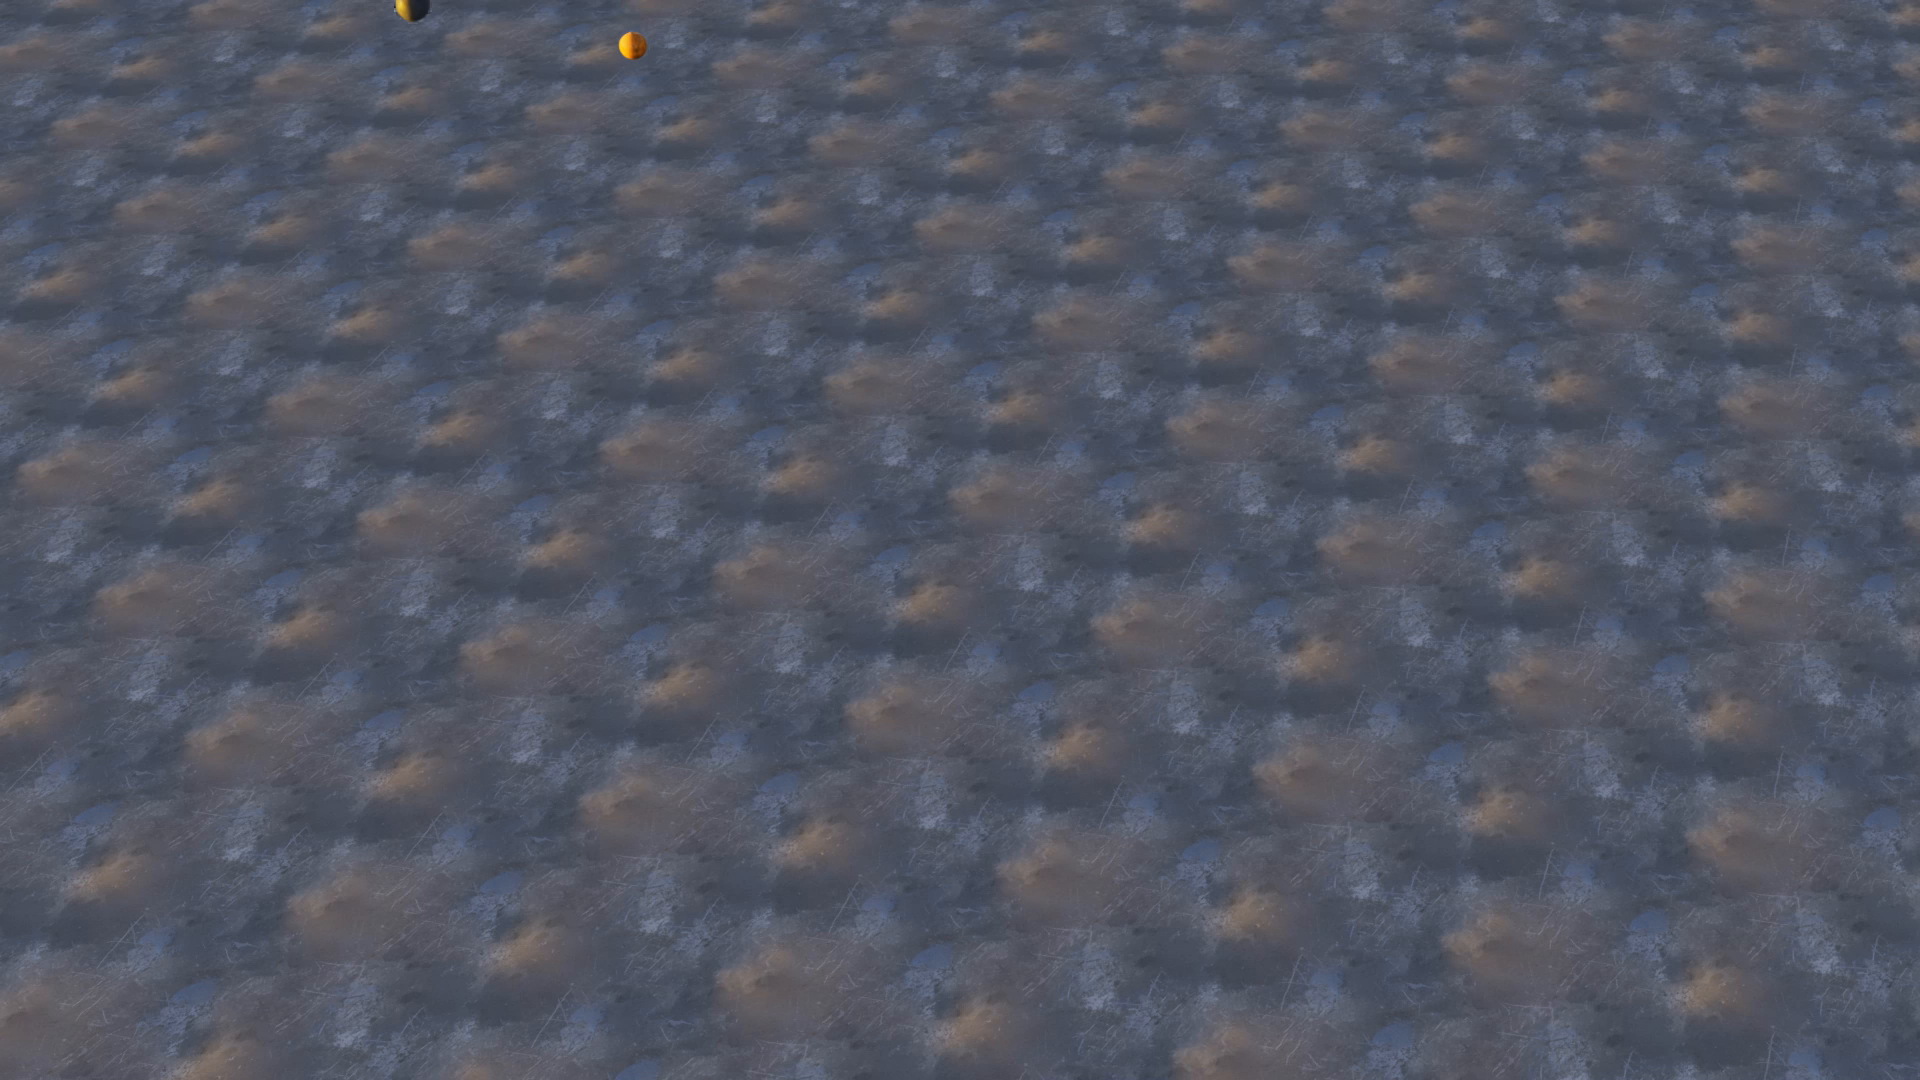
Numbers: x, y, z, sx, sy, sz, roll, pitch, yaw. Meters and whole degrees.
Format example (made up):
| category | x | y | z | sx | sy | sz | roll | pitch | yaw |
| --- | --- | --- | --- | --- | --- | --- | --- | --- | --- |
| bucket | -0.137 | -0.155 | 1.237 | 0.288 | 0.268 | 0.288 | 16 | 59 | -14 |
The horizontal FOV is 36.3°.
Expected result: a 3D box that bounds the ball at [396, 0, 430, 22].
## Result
| category | x | y | z | sx | sy | sz | roll | pitch | yaw |
| --- | --- | --- | --- | --- | --- | --- | --- | --- | --- |
| ball | -1.661 | -1.625 | 8.898 | 0.100 | 0.100 | 0.100 | 0 | 33 | 0 |
